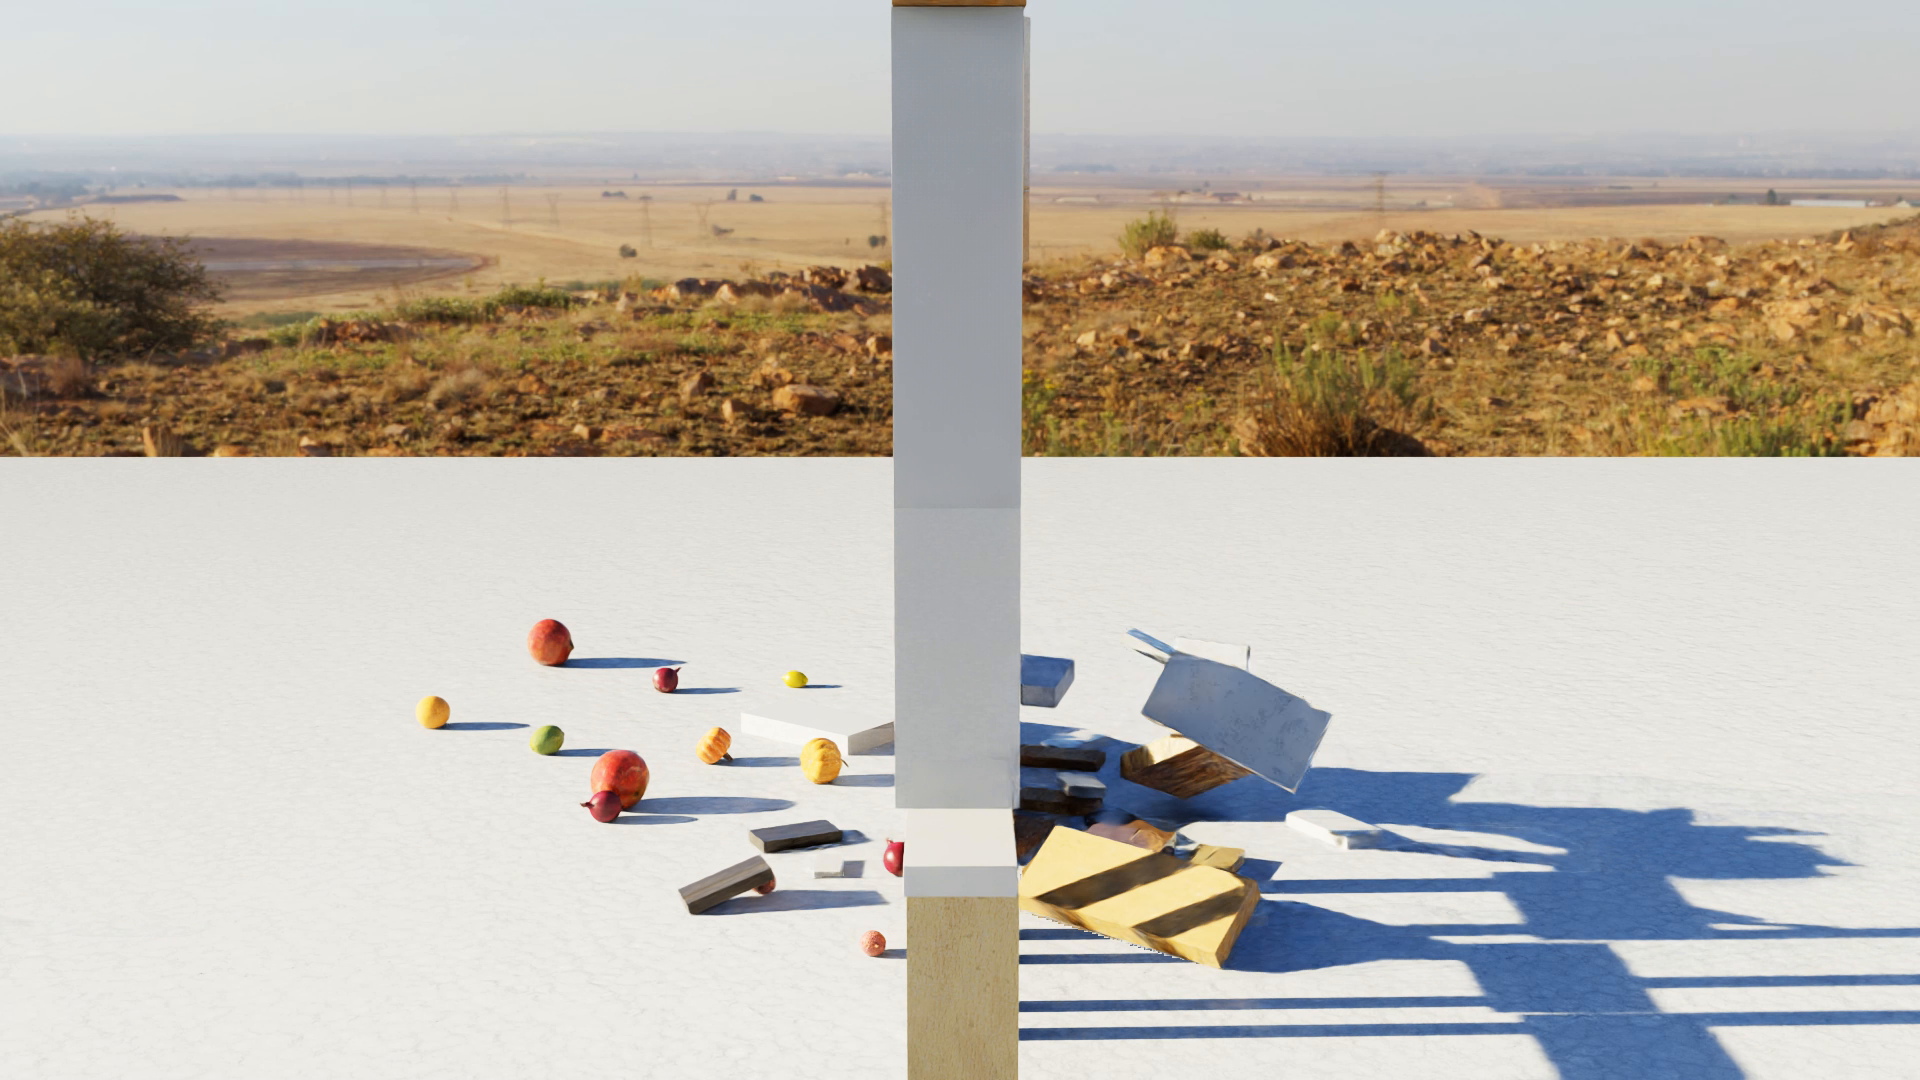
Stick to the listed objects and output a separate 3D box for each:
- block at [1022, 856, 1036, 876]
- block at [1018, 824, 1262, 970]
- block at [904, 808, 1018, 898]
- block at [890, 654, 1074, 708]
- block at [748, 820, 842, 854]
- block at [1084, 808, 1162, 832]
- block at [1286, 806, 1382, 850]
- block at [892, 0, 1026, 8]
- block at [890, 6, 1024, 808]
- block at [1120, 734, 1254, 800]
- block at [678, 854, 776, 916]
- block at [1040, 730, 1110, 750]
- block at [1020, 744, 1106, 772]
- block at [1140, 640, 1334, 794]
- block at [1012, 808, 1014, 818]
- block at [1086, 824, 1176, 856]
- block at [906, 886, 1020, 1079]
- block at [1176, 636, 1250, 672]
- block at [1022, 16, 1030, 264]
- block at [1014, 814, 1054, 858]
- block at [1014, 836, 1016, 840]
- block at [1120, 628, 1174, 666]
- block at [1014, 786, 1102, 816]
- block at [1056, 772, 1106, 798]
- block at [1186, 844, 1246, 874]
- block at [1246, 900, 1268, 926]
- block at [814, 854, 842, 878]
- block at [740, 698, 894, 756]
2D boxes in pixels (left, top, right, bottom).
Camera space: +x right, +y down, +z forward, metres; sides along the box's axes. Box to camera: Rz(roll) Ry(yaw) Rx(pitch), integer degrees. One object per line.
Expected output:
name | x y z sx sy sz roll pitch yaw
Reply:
block | 0.157 0.559 3.787 0.064 0.018 0.129 4 11 20
block | 0.276 0.559 3.466 0.369 0.041 0.146 11 49 34
block | 0.000 0.408 2.943 0.145 0.041 0.291 0 11 0
block | 0.044 0.261 4.246 0.328 0.042 0.149 5 20 17
block | -0.295 0.530 3.936 0.149 0.021 0.074 -5 12 -25
block | 0.296 0.522 3.976 0.077 0.022 0.155 -5 12 -24
block | 0.676 0.521 3.979 0.083 0.023 0.166 -6 12 -31
block | -0.002 -0.737 2.968 0.171 0.049 0.343 0 11 0
block | -0.004 -0.163 2.958 0.171 1.077 0.049 0 10 0
block | 0.454 0.397 4.041 0.157 0.044 0.314 21 -31 -28
block | -0.385 0.566 3.616 0.148 0.021 0.074 -22 16 -14
block | 0.237 0.419 4.532 0.071 0.020 0.142 10 14 43
block | 0.195 0.439 4.423 0.182 0.022 0.077 3 11 17
block | 0.474 0.300 3.765 0.292 0.146 0.041 26 -8 18
block | 0.001 0.464 3.449 0.164 0.329 0.047 0 11 0
block | 0.257 0.554 3.745 0.149 0.042 0.298 4 11 20
block | 0.004 0.589 2.877 0.145 0.291 0.041 0 11 0
block | 0.448 0.211 3.907 0.129 0.064 0.018 7 13 20
block | 0.011 -0.569 3.134 0.171 0.343 0.049 2 11 12
block | 0.097 0.530 3.930 0.083 0.023 0.166 5 12 25
block | 0.004 0.554 3.068 0.145 0.291 0.041 0 11 0
block | 0.367 0.204 4.001 0.142 0.020 0.071 27 13 15
block | 0.182 0.492 4.135 0.155 0.022 0.077 4 11 20
block | 0.229 0.466 4.185 0.071 0.020 0.190 3 1 -5
block | 0.428 0.560 3.764 0.083 0.023 0.166 4 11 21
block | 0.427 0.603 3.549 0.129 0.018 0.064 0 11 -2
block | -0.227 0.561 3.788 0.047 0.013 0.095 0 11 -2
block | -0.300 0.392 4.621 0.298 0.042 0.149 8 13 37
